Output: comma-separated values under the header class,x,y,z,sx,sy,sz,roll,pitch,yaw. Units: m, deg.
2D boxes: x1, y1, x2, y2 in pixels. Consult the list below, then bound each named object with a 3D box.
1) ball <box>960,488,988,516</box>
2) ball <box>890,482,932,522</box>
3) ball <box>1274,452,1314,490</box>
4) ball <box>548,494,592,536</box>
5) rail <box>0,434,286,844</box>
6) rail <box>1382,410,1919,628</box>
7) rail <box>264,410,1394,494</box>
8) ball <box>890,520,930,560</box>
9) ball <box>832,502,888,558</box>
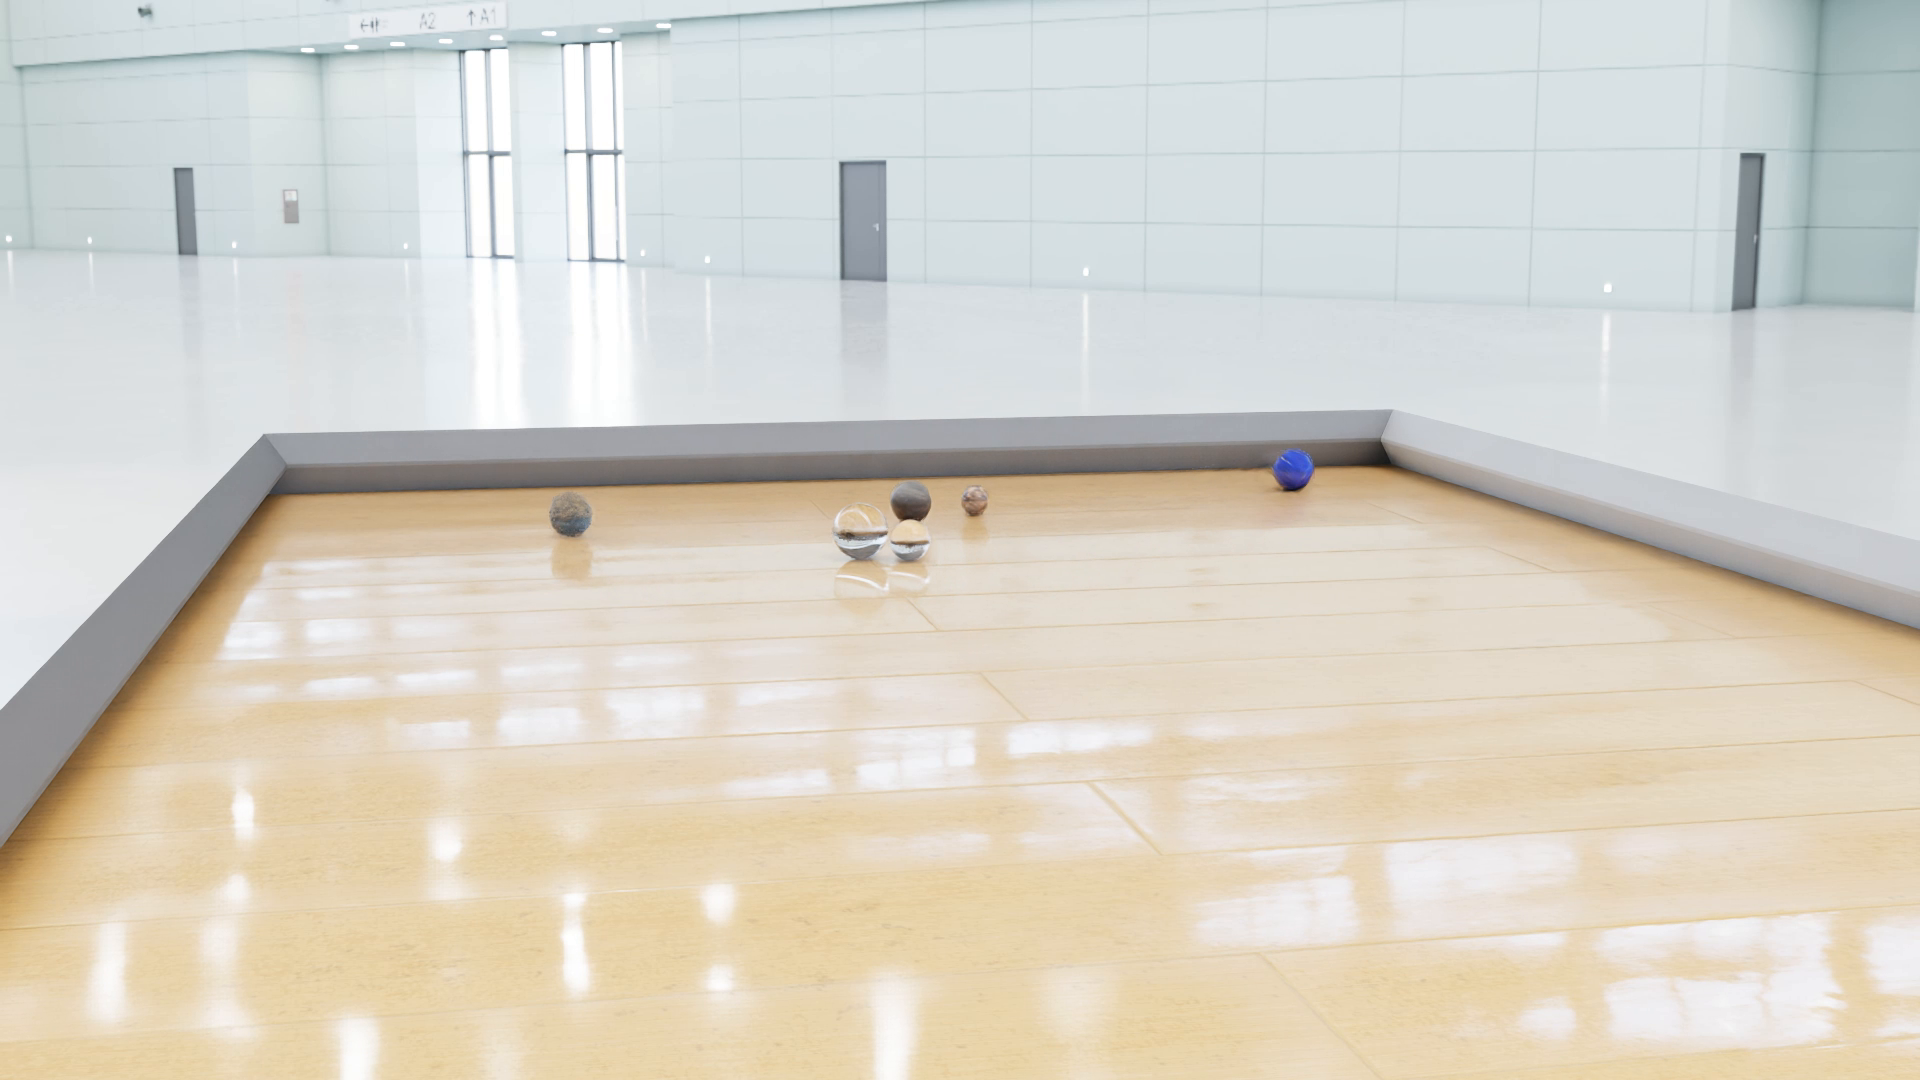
class,x,y,z,sx,sy,sz,roll,pitch,yaw
ball,0.026,-0.069,3.898,0.050,0.050,0.050,0,9,0
ball,-0.085,-0.064,3.801,0.071,0.071,0.071,0,9,0
ball,0.639,-0.133,4.213,0.075,0.075,0.075,0,9,0
ball,-0.647,-0.041,3.657,0.072,0.072,0.072,0,9,0
rail,-0.884,0.169,2.212,0.045,0.114,4.029,-2,9,-12
rail,1.291,0.098,2.655,0.045,0.114,4.029,-2,9,-12
rail,-0.199,-0.176,4.358,2.269,0.114,0.045,-2,9,-12
ball,-0.077,0.000,3.425,0.064,0.064,0.064,0,9,0
ball,-0.156,-0.014,3.440,0.088,0.088,0.088,0,9,0
